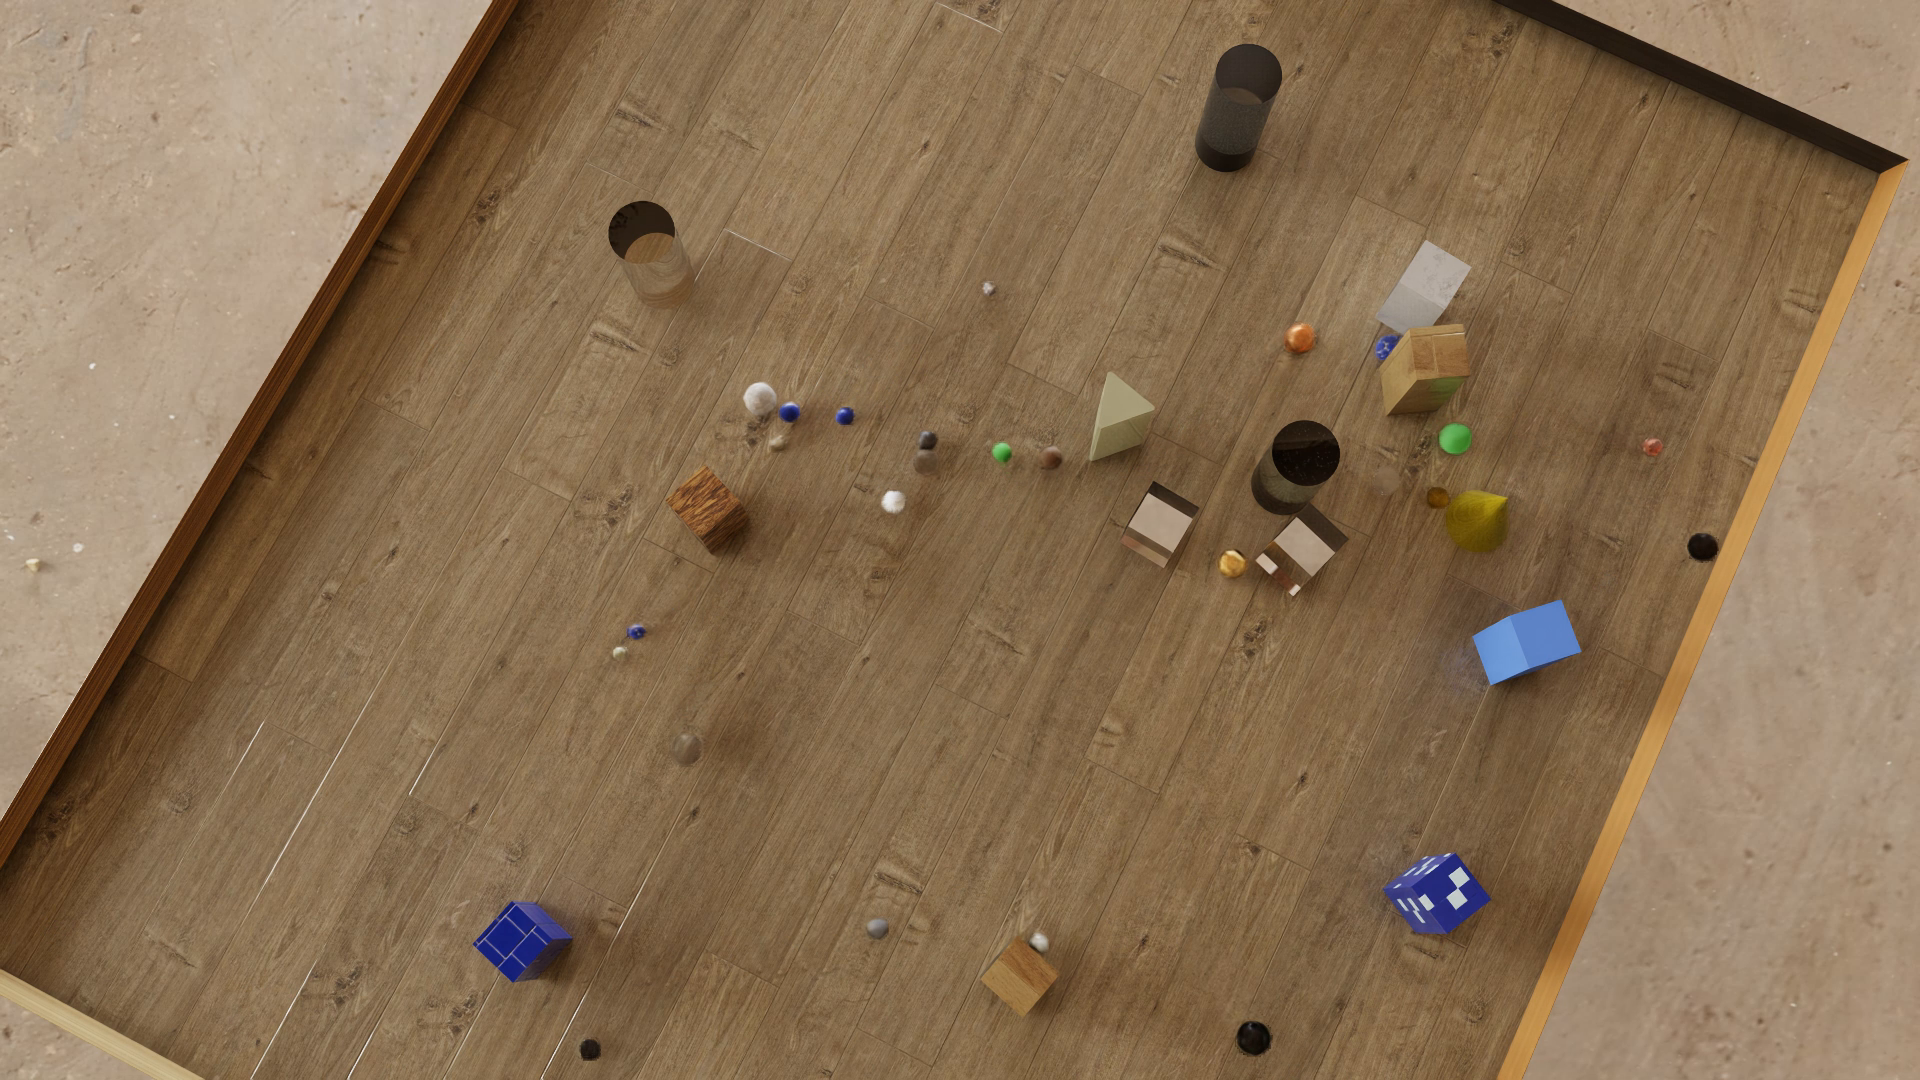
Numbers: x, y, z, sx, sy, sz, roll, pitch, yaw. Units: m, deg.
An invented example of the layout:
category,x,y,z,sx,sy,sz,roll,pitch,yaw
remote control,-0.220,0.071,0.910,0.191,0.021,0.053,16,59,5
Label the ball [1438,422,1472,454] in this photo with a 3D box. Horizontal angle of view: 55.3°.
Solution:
category,x,y,z,sx,sy,sz,roll,pitch,yaw
ball,1.521,-0.313,5.632,0.097,0.097,0.097,0,78,0

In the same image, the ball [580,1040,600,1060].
category,x,y,z,sx,sy,sz,roll,pitch,yaw
ball,-1.067,1.470,5.283,0.058,0.058,0.058,0,78,0

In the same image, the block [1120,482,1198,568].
category,x,y,z,sx,sy,sz,roll,pitch,yaw
block,0.597,-0.045,5.500,0.157,0.246,0.157,31,80,6

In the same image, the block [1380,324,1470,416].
category,x,y,z,sx,sy,sz,roll,pitch,yaw
block,1.396,-0.509,5.523,0.157,0.389,0.157,-5,78,-1

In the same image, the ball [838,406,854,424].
category,x,y,z,sx,sy,sz,roll,pitch,yaw
ball,-0.353,-0.385,5.669,0.054,0.054,0.054,0,78,0

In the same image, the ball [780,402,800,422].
category,x,y,z,sx,sy,sz,roll,pitch,yaw
ball,-0.524,-0.397,5.668,0.061,0.061,0.061,0,78,0

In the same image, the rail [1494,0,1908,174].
category,x,y,z,sx,sy,sz,roll,pitch,yaw
rail,1.068,-2.084,5.982,4.234,0.128,0.045,26,80,5

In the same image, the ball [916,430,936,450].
category,x,y,z,sx,sy,sz,roll,pitch,yaw
ball,-0.103,-0.306,5.648,0.062,0.062,0.062,0,78,0

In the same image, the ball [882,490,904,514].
category,x,y,z,sx,sy,sz,roll,pitch,yaw
ball,-0.205,-0.115,5.604,0.071,0.071,0.071,0,78,0

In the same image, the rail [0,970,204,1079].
category,x,y,z,sx,sy,sz,roll,pitch,yaw
rail,-1.068,2.098,5.116,4.234,0.128,0.045,26,80,5

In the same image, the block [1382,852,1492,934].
category,x,y,z,sx,sy,sz,roll,pitch,yaw
block,1.355,1.010,5.226,0.157,0.356,0.157,-35,81,-7

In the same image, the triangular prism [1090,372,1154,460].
category,x,y,z,sx,sy,sz,roll,pitch,yaw
triangular prism,0.458,-0.381,5.497,0.170,0.389,0.147,-19,79,-4

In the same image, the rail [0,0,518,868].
category,x,y,z,sx,sy,sz,roll,pitch,yaw
rail,-1.872,-0.910,5.739,0.045,0.128,4.822,26,80,5

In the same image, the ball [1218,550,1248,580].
category,x,y,z,sx,sy,sz,roll,pitch,yaw
ball,0.828,0.073,5.555,0.090,0.090,0.090,0,78,0

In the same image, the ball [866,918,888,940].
category,x,y,z,sx,sy,sz,roll,pitch,yaw
ball,-0.242,1.136,5.351,0.060,0.060,0.060,0,78,0

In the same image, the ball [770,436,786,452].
category,x,y,z,sx,sy,sz,roll,pitch,yaw
ball,-0.560,-0.297,5.654,0.047,0.047,0.047,0,78,0

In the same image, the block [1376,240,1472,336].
category,x,y,z,sx,sy,sz,roll,pitch,yaw
block,1.412,-0.754,5.603,0.157,0.333,0.157,33,80,6

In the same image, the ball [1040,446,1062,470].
category,x,y,z,sx,sy,sz,roll,pitch,yaw
ball,0.279,-0.251,5.632,0.072,0.072,0.072,0,78,0

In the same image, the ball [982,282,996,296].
category,x,y,z,sx,sy,sz,roll,pitch,yaw
ball,0.092,-0.788,5.758,0.042,0.042,0.042,0,78,0

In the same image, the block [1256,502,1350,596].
category,x,y,z,sx,sy,sz,roll,pitch,yaw
block,1.014,0.030,5.449,0.157,0.315,0.157,44,82,8

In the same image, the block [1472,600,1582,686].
category,x,y,z,sx,sy,sz,roll,pitch,yaw
block,1.652,0.303,5.359,0.157,0.382,0.157,-17,79,-3

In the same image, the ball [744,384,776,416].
category,x,y,z,sx,sy,sz,roll,pitch,yaw
ball,-0.617,-0.435,5.656,0.098,0.098,0.098,0,78,0

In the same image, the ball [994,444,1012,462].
category,x,y,z,sx,sy,sz,roll,pitch,yaw
ball,0.132,-0.269,5.643,0.057,0.057,0.057,0,78,0

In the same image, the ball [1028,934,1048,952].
category,x,y,z,sx,sy,sz,roll,pitch,yaw
ball,0.229,1.176,5.345,0.056,0.056,0.056,0,78,0

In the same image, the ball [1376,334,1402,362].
category,x,y,z,sx,sy,sz,roll,pitch,yaw
ball,1.338,-0.594,5.694,0.089,0.089,0.089,0,78,0

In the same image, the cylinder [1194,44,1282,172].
category,x,y,z,sx,sy,sz,roll,pitch,yaw
cylinder,0.852,-1.322,5.639,0.197,0.491,0.197,0,78,0

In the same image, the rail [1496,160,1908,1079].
category,x,y,z,sx,sy,sz,roll,pitch,yaw
rail,1.872,0.924,5.359,0.045,0.128,4.822,26,80,5

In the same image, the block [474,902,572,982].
category,x,y,z,sx,sy,sz,roll,pitch,yaw
block,-1.245,1.146,5.235,0.157,0.282,0.157,41,81,8

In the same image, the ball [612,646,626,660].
category,x,y,z,sx,sy,sz,roll,pitch,yaw
ball,-1.026,0.342,5.525,0.041,0.041,0.041,0,78,0

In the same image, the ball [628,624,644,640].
category,x,y,z,sx,sy,sz,roll,pitch,yaw
ball,-0.976,0.277,5.535,0.047,0.047,0.047,0,78,0

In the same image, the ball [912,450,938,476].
category,x,y,z,sx,sy,sz,roll,pitch,yaw
ball,-0.106,-0.239,5.626,0.079,0.079,0.079,0,78,0

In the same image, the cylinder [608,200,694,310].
category,x,y,z,sx,sy,sz,roll,pitch,yaw
cylinder,-0.936,-0.863,5.586,0.197,0.410,0.197,0,78,0

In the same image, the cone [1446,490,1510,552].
category,x,y,z,sx,sy,sz,roll,pitch,yaw
cone,1.590,-0.090,5.474,0.197,0.316,0.197,0,78,0

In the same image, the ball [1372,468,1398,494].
category,x,y,z,sx,sy,sz,roll,pitch,yaw
ball,1.301,-0.182,5.613,0.082,0.082,0.082,0,78,0

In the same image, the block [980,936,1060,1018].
category,x,y,z,sx,sy,sz,roll,pitch,yaw
block,0.167,1.239,5.216,0.157,0.282,0.157,41,81,8

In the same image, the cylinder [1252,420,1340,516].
category,x,y,z,sx,sy,sz,roll,pitch,yaw
cylinder,0.996,-0.211,5.462,0.197,0.389,0.197,0,78,0

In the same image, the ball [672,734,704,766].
category,x,y,z,sx,sy,sz,roll,pitch,yaw
ball,-0.808,0.622,5.438,0.097,0.097,0.097,0,78,0

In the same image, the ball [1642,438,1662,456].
category,x,y,z,sx,sy,sz,roll,pitch,yaw
ball,2.133,-0.288,5.648,0.055,0.055,0.055,0,78,0

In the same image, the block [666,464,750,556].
category,x,y,z,sx,sy,sz,roll,pitch,yaw
block,-0.754,-0.087,5.502,0.157,0.261,0.157,-43,81,-8

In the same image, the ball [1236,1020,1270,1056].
category,x,y,z,sx,sy,sz,roll,pitch,yaw
ball,0.845,1.432,5.271,0.096,0.096,0.096,0,78,0

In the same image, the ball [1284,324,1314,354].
category,x,y,z,sx,sy,sz,roll,pitch,yaw
ball,1.054,-0.624,5.697,0.095,0.095,0.095,0,78,0

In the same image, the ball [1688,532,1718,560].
category,x,y,z,sx,sy,sz,roll,pitch,yaw
ball,2.257,0.020,5.569,0.086,0.086,0.086,0,78,0

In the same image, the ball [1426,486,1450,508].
category,x,y,z,sx,sy,sz,roll,pitch,yaw
ball,1.463,-0.131,5.610,0.066,0.066,0.066,0,78,0
